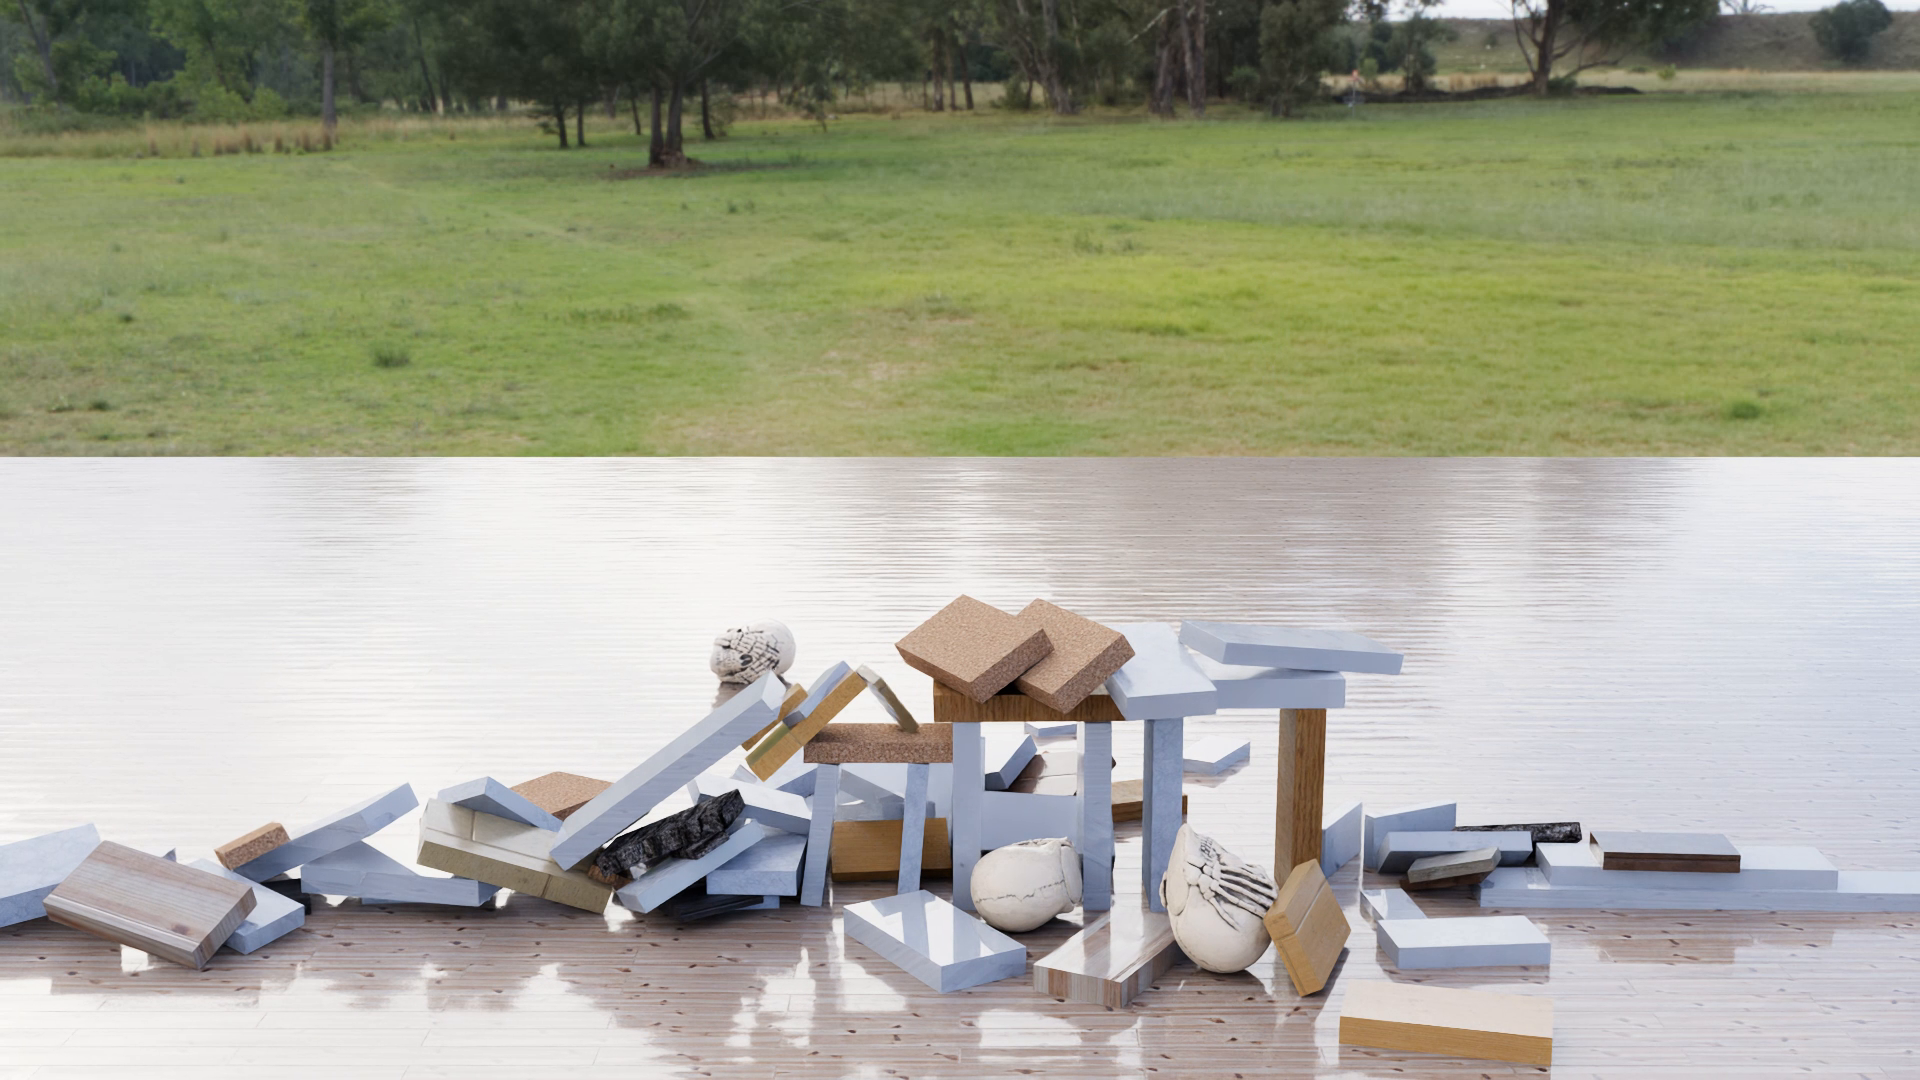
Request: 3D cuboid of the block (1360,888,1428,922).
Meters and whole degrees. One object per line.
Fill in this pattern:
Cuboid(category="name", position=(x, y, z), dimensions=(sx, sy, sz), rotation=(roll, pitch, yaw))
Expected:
Cuboid(category="block", position=(0.702, 0.599, 3.563), dimensions=(0.071, 0.020, 0.141), rotation=(-1, 11, -6))

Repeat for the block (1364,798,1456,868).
Cuboid(category="block", position=(0.786, 0.512, 3.839), dimensions=(0.183, 0.091, 0.026), rotation=(-6, 12, -28))

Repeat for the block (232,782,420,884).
Cuboid(category="block", position=(-1.073, 0.499, 3.674), dimensions=(0.311, 0.044, 0.155), rotation=(-23, 5, 19))

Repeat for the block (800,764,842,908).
Cuboid(category="block", position=(-0.227, 0.471, 3.643), dimensions=(0.034, 0.242, 0.121), rotation=(8, 11, 0))

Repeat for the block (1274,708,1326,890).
Cuboid(category="block", position=(0.561, 0.423, 3.637), dimensions=(0.048, 0.339, 0.170), rotation=(0, 11, -1))

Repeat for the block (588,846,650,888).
Cuboid(category="block", position=(-0.531, 0.556, 3.615), dimensions=(0.152, 0.022, 0.076), rotation=(23, 14, -5))

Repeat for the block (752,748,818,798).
Cuboid(category="block", position=(-0.317, 0.450, 4.155), dimensions=(0.147, 0.042, 0.293), rotation=(-7, 10, 38))

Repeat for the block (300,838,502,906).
Cuboid(category="block", position=(-0.906, 0.546, 3.626), dimensions=(0.310, 0.044, 0.155), rotation=(2, 11, 12))

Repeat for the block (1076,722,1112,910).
Cuboid(category="block", position=(0.221, 0.435, 3.640), dimensions=(0.045, 0.315, 0.157), rotation=(0, 11, -1))

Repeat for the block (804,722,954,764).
Cuboid(category="block", position=(-0.133, 0.333, 3.619), dimensions=(0.242, 0.034, 0.121), rotation=(0, 11, -1))

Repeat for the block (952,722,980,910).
Cuboid(category="block", position=(0.010, 0.436, 3.638), dimensions=(0.045, 0.315, 0.158), rotation=(0, 11, -1))

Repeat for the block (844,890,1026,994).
Cuboid(category="block", position=(-0.043, 0.618, 3.403), dimensions=(0.150, 0.042, 0.300), rotation=(-6, 12, -31))

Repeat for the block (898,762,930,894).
Cuboid(category="block", position=(-0.077, 0.471, 3.640), dimensions=(0.034, 0.242, 0.121), rotation=(5, 11, -1))

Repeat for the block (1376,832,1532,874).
Cuboid(category="block", position=(0.835, 0.529, 3.725), dimensions=(0.238, 0.034, 0.119), rotation=(0, -27, 0))

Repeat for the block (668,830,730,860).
Cuboid(category="block", position=(-0.422, 0.489, 3.540), dimensions=(0.063, 0.018, 0.126), rotation=(-32, 9, -26))

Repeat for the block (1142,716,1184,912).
Cuboid(category="block", position=(0.334, 0.423, 3.638), dimensions=(0.048, 0.339, 0.170), rotation=(0, 11, 0))

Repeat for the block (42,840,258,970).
Cuboid(category="block", position=(-1.259, 0.565, 3.421), dimensions=(0.289, 0.041, 0.144), rotation=(13, 40, 19))

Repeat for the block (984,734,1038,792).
Cuboid(category="block", position=(0.005, 0.431, 4.107), dimensions=(0.261, 0.037, 0.131), rotation=(-14, 19, 36))

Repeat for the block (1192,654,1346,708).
Cuboid(category="block", position=(0.448, 0.232, 3.608), dimensions=(0.339, 0.048, 0.170), rotation=(0, 11, 0))

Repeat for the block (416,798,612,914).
Cuboid(category="block", position=(-0.726, 0.515, 3.595), dimensions=(0.311, 0.044, 0.155), rotation=(18, 15, -16))

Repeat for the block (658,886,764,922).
Cuboid(category="block", position=(-0.402, 0.580, 3.547), dimensions=(0.152, 0.022, 0.076), rotation=(-8, 13, -36))

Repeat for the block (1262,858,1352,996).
Cuboid(category="block", position=(0.530, 0.585, 3.341), dimensions=(0.036, 0.127, 0.254), rotation=(-26, 0, 22))

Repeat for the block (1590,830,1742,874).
Cuboid(category="block", position=(1.163, 0.515, 3.634), dimensions=(0.219, 0.031, 0.109), rotation=(1, 11, 4))

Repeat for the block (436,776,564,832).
Cuboid(category="block", position=(-0.755, 0.476, 3.704), dimensions=(0.118, 0.034, 0.237), rotation=(-18, -42, 32))

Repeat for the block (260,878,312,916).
Cuboid(category="block", position=(-1.169, 0.593, 3.575), dimensions=(0.207, 0.029, 0.104), rotation=(-5, 11, -23))

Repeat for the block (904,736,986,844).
Cuboid(category="block", position=(-0.028, 0.455, 3.912), dimensions=(0.139, 0.040, 0.279), rotation=(5, 38, -2))

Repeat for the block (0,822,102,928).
Cuboid(category="block", position=(-1.551, 0.557, 3.518), dimensions=(0.354, 0.050, 0.177), rotation=(-13, 25, -27))

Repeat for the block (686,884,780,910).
Cuboid(category="block", position=(-0.376, 0.587, 3.627), dimensions=(0.152, 0.022, 0.076), rotation=(-1, 11, -7))

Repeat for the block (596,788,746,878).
Cuboid(category="block", position=(-0.469, 0.476, 3.572), dimensions=(0.229, 0.032, 0.114), rotation=(-23, 7, 12))

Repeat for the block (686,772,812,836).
Cuboid(category="block", position=(-0.356, 0.443, 3.717), dimensions=(0.202, 0.029, 0.101), rotation=(16, 12, -20))

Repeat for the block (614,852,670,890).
Cuboid(category="block", position=(-0.525, 0.536, 3.701), dimensions=(0.134, 0.019, 0.067), rotation=(-36, 10, 4))

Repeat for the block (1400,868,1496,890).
Cuboid(category="block", position=(0.813, 0.558, 3.669), dimensions=(0.141, 0.020, 0.071), rotation=(-13, 4, 34))

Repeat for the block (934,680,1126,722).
Cuboid(category="block", position=(0.114, 0.257, 3.616), dimensions=(0.315, 0.045, 0.157), rotation=(0, 11, -1))

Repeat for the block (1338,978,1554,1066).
Cuboid(category="block", position=(0.685, 0.676, 3.093), dimensions=(0.286, 0.041, 0.143), rotation=(3, 11, 15))

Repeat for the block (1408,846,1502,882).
Cuboid(category="block", position=(0.819, 0.537, 3.641), dimensions=(0.141, 0.020, 0.071), rotation=(-14, 3, 25))
